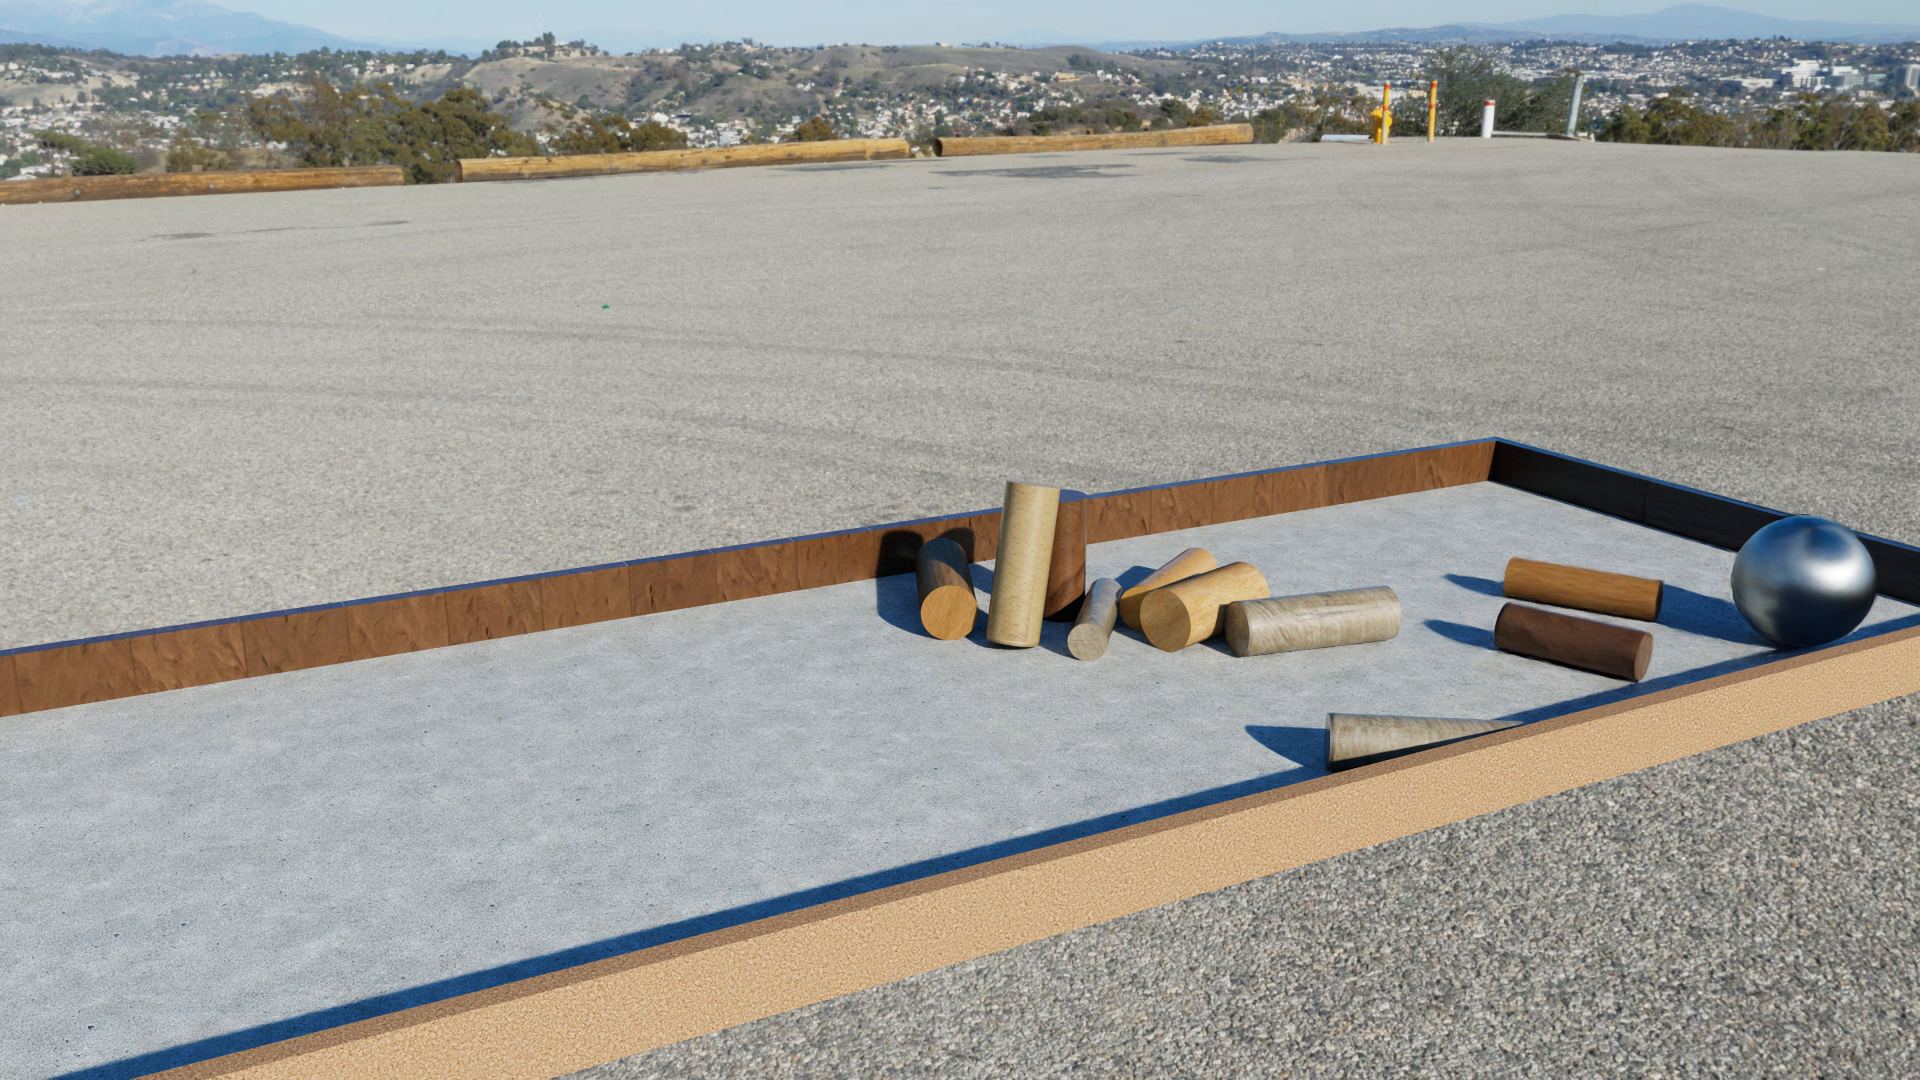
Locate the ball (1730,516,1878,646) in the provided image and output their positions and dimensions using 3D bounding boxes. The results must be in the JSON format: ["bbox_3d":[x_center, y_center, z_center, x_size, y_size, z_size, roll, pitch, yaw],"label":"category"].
[{"bbox_3d":[2.232,0.110,4.369,0.345,0.345,0.345,0,16,0],"label":"ball"}]

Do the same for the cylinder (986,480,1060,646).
[{"bbox_3d":[0.166,0.061,4.362,0.145,0.422,0.145,7,6,-1],"label":"cylinder"}]

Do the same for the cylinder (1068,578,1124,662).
[{"bbox_3d":[0.370,0.210,4.456,0.103,0.103,0.399,3,17,11],"label":"cylinder"}]

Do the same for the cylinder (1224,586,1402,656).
[{"bbox_3d":[0.934,0.214,4.368,0.444,0.146,0.146,-5,17,-17],"label":"cylinder"}]

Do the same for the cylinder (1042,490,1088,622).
[{"bbox_3d":[0.283,0.044,4.592,0.136,0.346,0.136,0,16,0],"label":"cylinder"}]

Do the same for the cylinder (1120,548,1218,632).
[{"bbox_3d":[0.595,0.136,4.669,0.126,0.126,0.431,9,19,27],"label":"cylinder"}]

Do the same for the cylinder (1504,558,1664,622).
[{"bbox_3d":[1.766,0.139,4.681,0.409,0.113,0.113,10,19,32],"label":"cylinder"}]

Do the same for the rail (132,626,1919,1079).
[{"bbox_3d":[-2.336,1.006,1.665,12.000,0.150,0.050,-9,18,-27],"label":"rail"}]

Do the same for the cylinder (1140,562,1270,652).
[{"bbox_3d":[0.663,0.177,4.450,0.347,0.171,0.171,-16,22,-42],"label":"cylinder"}]

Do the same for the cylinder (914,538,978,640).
[{"bbox_3d":[-0.042,0.132,4.632,0.155,0.155,0.453,-1,16,-3],"label":"cylinder"}]

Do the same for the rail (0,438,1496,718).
[{"bbox_3d":[-3.305,0.497,3.399,12.000,0.150,0.050,-9,18,-27],"label":"rail"}]

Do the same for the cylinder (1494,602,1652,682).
[{"bbox_3d":[1.577,0.260,4.248,0.362,0.125,0.125,14,21,39],"label":"cylinder"}]

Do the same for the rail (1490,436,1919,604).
[{"bbox_3d":[2.466,-0.048,5.253,0.050,0.150,2.100,-9,18,-27],"label":"rail"}]

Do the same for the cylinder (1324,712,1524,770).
[{"bbox_3d":[1.013,0.449,3.605,0.414,0.125,0.125,2,16,7],"label":"cylinder"}]
